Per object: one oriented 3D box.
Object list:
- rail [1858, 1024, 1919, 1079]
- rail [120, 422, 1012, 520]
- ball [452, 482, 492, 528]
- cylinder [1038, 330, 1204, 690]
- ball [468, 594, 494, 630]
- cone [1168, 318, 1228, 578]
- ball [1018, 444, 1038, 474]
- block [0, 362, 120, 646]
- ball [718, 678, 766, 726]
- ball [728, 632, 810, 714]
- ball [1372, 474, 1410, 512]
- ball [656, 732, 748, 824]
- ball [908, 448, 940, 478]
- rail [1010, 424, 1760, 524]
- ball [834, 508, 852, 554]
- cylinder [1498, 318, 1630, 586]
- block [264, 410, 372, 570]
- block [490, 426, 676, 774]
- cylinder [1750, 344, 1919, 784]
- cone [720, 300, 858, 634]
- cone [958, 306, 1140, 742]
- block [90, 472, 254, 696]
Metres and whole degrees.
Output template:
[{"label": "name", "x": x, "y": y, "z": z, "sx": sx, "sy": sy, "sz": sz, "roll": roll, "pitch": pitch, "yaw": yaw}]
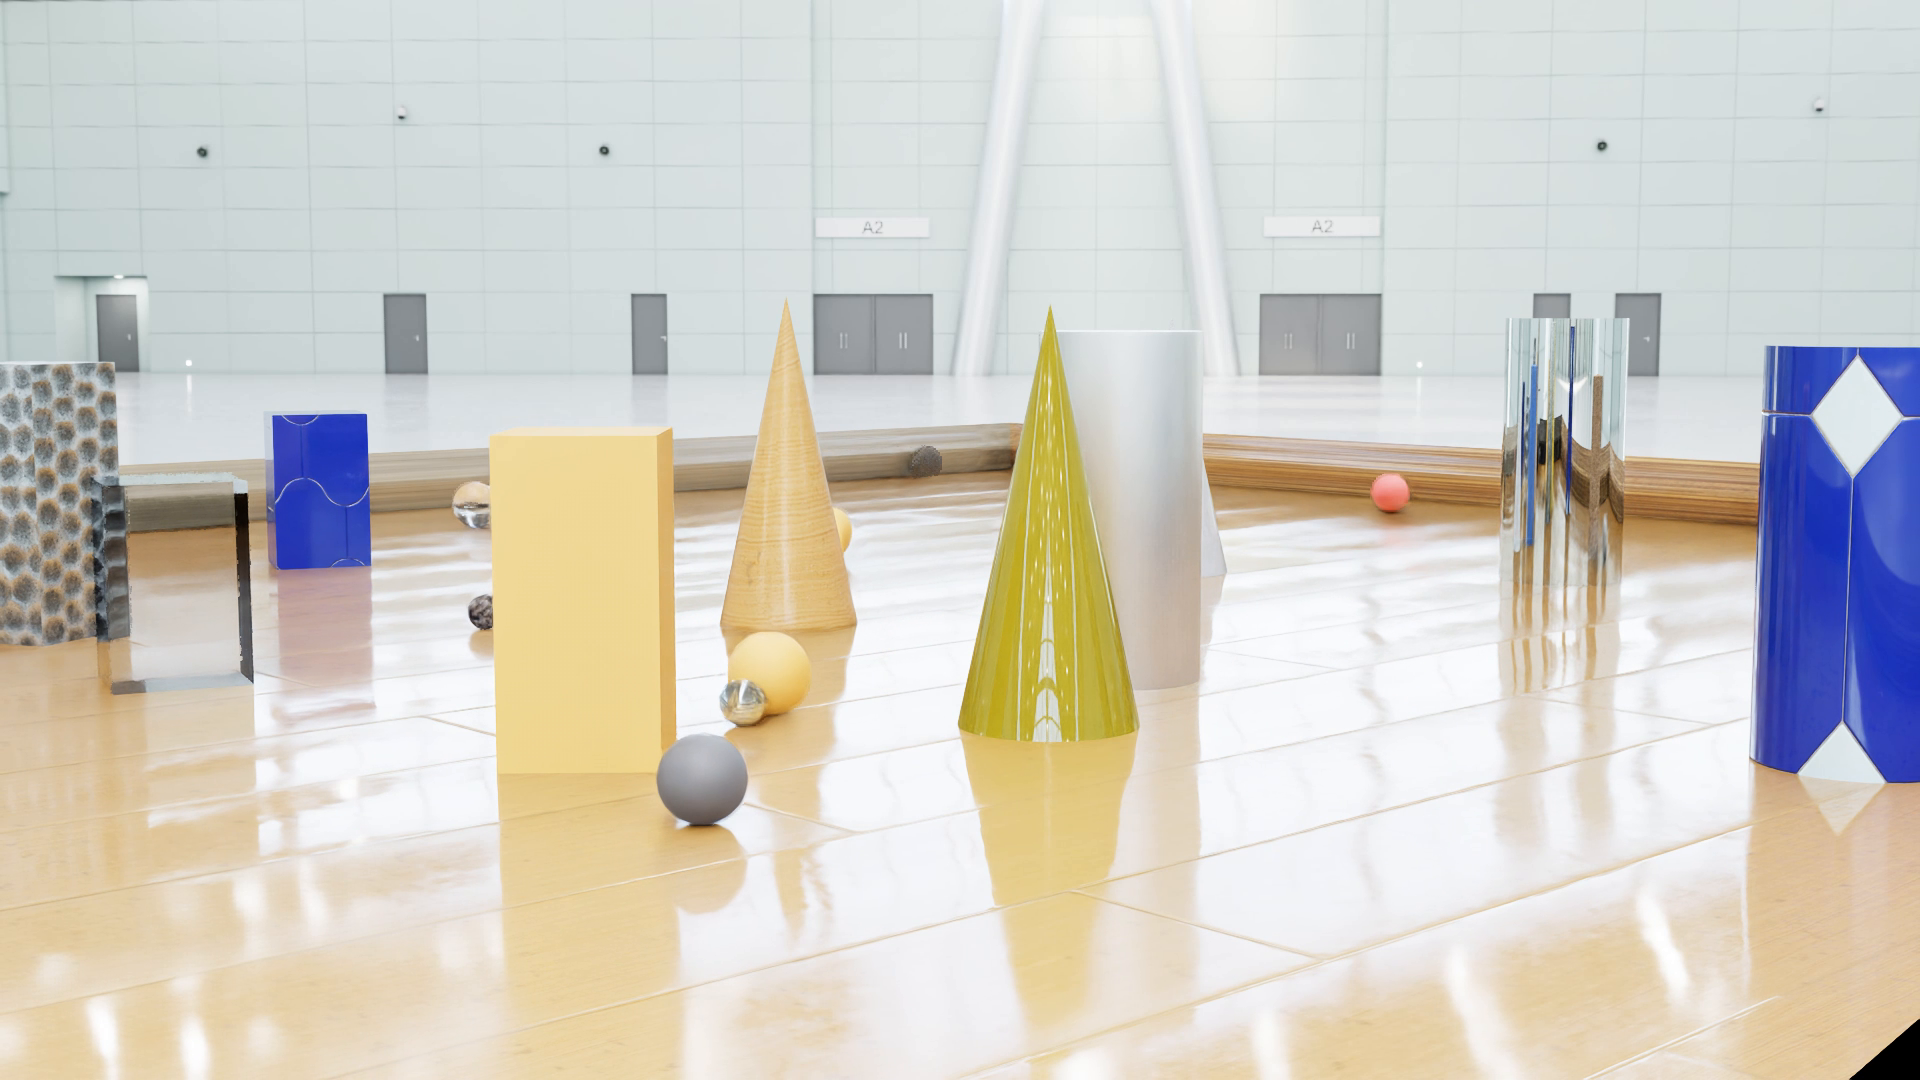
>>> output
[{"label": "rail", "x": 1.355, "y": 0.186, "z": 1.871, "sx": 4.120, "sy": 0.129, "sz": 0.045, "roll": -5, "pitch": 8, "yaw": -42}, {"label": "rail", "x": -1.355, "y": -0.119, "z": 4.792, "sx": 4.120, "sy": 0.129, "sz": 0.045, "roll": -5, "pitch": 8, "yaw": -42}, {"label": "ball", "x": -0.996, "y": -0.072, "z": 4.523, "sx": 0.094, "sy": 0.094, "sz": 0.094, "roll": 0, "pitch": 6, "yaw": 0}, {"label": "cylinder", "x": 0.193, "y": -0.042, "z": 2.660, "sx": 0.198, "sy": 0.420, "sz": 0.198, "roll": 0, "pitch": 6, "yaw": 0}, {"label": "ball", "x": -0.666, "y": 0.101, "z": 3.082, "sx": 0.049, "sy": 0.049, "sz": 0.049, "roll": 0, "pitch": 6, "yaw": 0}, {"label": "cone", "x": 0.359, "y": -0.164, "z": 3.746, "sx": 0.198, "sy": 0.438, "sz": 0.198, "roll": 0, "pitch": 6, "yaw": 0}, {"label": "ball", "x": 0.199, "y": -0.223, "z": 6.021, "sx": 0.083, "sy": 0.083, "sz": 0.083, "roll": 0, "pitch": 6, "yaw": 0}, {"label": "block", "x": -1.267, "y": -0.055, "z": 3.005, "sx": 0.158, "sy": 0.374, "sz": 0.158, "roll": 2, "pitch": 6, "yaw": 20}, {"label": "ball", "x": -0.234, "y": 0.174, "z": 2.367, "sx": 0.051, "sy": 0.051, "sz": 0.051, "roll": 0, "pitch": 6, "yaw": 0}, {"label": "ball", "x": -0.211, "y": 0.147, "z": 2.432, "sx": 0.092, "sy": 0.092, "sz": 0.092, "roll": 0, "pitch": 6, "yaw": 0}, {"label": "ball", "x": 0.955, "y": -0.103, "z": 4.876, "sx": 0.082, "sy": 0.082, "sz": 0.082, "roll": 0, "pitch": 6, "yaw": 0}, {"label": "ball", "x": -0.224, "y": 0.207, "z": 1.912, "sx": 0.080, "sy": 0.080, "sz": 0.080, "roll": 0, "pitch": 6, "yaw": 0}, {"label": "ball", "x": -0.096, "y": -0.207, "z": 5.872, "sx": 0.082, "sy": 0.082, "sz": 0.082, "roll": 0, "pitch": 6, "yaw": 0}, {"label": "rail", "x": 1.497, "y": -0.110, "z": 4.705, "sx": 0.045, "sy": 0.129, "sz": 4.043, "roll": -5, "pitch": 8, "yaw": -42}, {"label": "ball", "x": -0.240, "y": -0.013, "z": 3.949, "sx": 0.095, "sy": 0.095, "sz": 0.095, "roll": 0, "pitch": 6, "yaw": 0}, {"label": "cylinder", "x": 0.998, "y": -0.150, "z": 3.639, "sx": 0.198, "sy": 0.432, "sz": 0.198, "roll": 0, "pitch": 6, "yaw": 0}, {"label": "block", "x": -1.134, "y": -0.092, "z": 3.877, "sx": 0.158, "sy": 0.267, "sz": 0.158, "roll": -2, "pitch": 6, "yaw": -23}, {"label": "block", "x": -0.371, "y": 0.055, "z": 2.187, "sx": 0.158, "sy": 0.326, "sz": 0.158, "roll": 0, "pitch": 6, "yaw": -2}, {"label": "cylinder", "x": 0.885, "y": 0.016, "z": 2.154, "sx": 0.198, "sy": 0.411, "sz": 0.198, "roll": 0, "pitch": 6, "yaw": 0}, {"label": "cone", "x": -0.244, "y": -0.112, "z": 3.112, "sx": 0.198, "sy": 0.466, "sz": 0.198, "roll": 0, "pitch": 6, "yaw": 0}, {"label": "cone", "x": 0.096, "y": -0.026, "z": 2.353, "sx": 0.198, "sy": 0.453, "sz": 0.198, "roll": 0, "pitch": 6, "yaw": 0}, {"label": "block", "x": -0.950, "y": 0.048, "z": 2.648, "sx": 0.158, "sy": 0.244, "sz": 0.158, "roll": -3, "pitch": 7, "yaw": -27}]
